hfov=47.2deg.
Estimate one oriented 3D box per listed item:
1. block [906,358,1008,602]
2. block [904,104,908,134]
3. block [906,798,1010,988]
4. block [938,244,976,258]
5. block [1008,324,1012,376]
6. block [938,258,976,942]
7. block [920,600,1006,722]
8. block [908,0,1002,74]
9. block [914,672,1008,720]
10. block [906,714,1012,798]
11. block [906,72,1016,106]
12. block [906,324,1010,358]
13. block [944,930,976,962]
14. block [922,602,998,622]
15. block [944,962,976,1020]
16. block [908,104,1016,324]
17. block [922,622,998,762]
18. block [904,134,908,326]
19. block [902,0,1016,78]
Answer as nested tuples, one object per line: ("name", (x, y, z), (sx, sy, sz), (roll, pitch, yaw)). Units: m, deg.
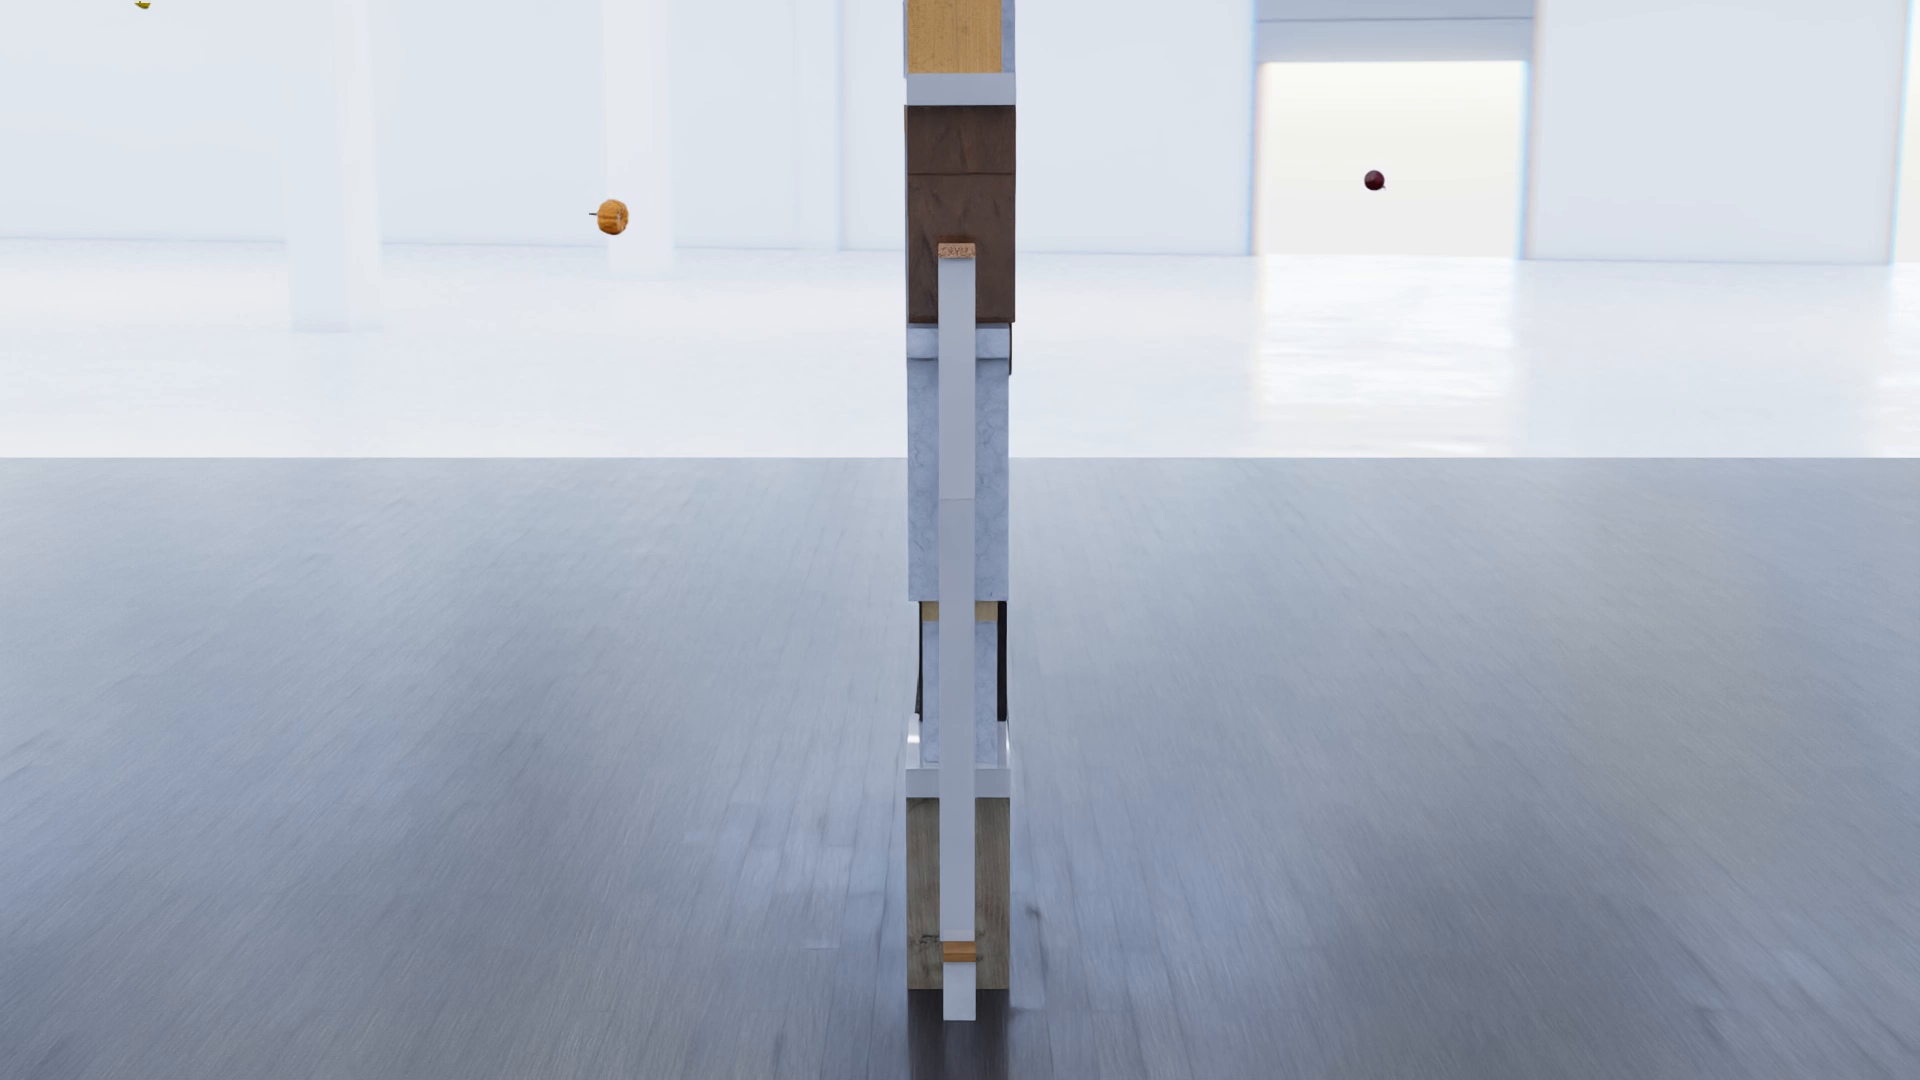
("block", (-0.003, -0.088, 3.118), (0.143, 0.349, 0.040), (0, 11, 0))
("block", (-0.006, -0.669, 3.506), (0.159, 0.045, 0.319), (-1, 10, 0))
("block", (-0.003, 0.512, 3.254), (0.152, 0.304, 0.043), (0, 11, 0))
("block", (-0.005, -0.398, 3.024), (0.050, 0.014, 0.100), (0, 11, -1))
("block", (0.002, -0.451, 3.328), (0.152, 0.402, 0.043), (0, 11, 0))
("block", (-0.004, 0.095, 3.081), (0.050, 0.977, 0.014), (0, 10, 0))
("block", (0.005, 0.146, 3.417), (0.135, 0.271, 0.038), (0, 11, 0))
("block", (-0.008, -0.777, 3.037), (0.130, 0.259, 0.037), (0, 11, 0))
("block", (0.002, 0.275, 3.624), (0.148, 0.042, 0.297), (0, 11, 0))
("block", (-0.003, 0.323, 3.322), (0.152, 0.043, 0.304), (0, 11, 0))
("block", (0.002, -0.651, 3.187), (0.152, 0.043, 0.304), (0, 11, 0))
("block", (-0.003, -0.297, 3.176), (0.143, 0.040, 0.285), (0, 10, 0))
("block", (-0.001, 0.584, 3.164), (0.046, 0.013, 0.092), (0, 11, 0))
("block", (0.000, 0.081, 3.245), (0.108, 0.030, 0.215), (0, 11, 0))
("block", (-0.001, 0.641, 3.144), (0.046, 0.092, 0.013), (0, 11, 0))
("block", (0.002, -0.462, 3.119), (0.152, 0.304, 0.043), (0, 10, 0))
("block", (0.000, 0.215, 3.197), (0.108, 0.215, 0.030), (0, 11, 0))
("block", (-0.005, -0.451, 3.438), (0.159, 0.361, 0.045), (0, 11, 0))
("block", (-0.002, -0.866, 3.304), (0.169, 0.338, 0.048), (0, 10, 0))
